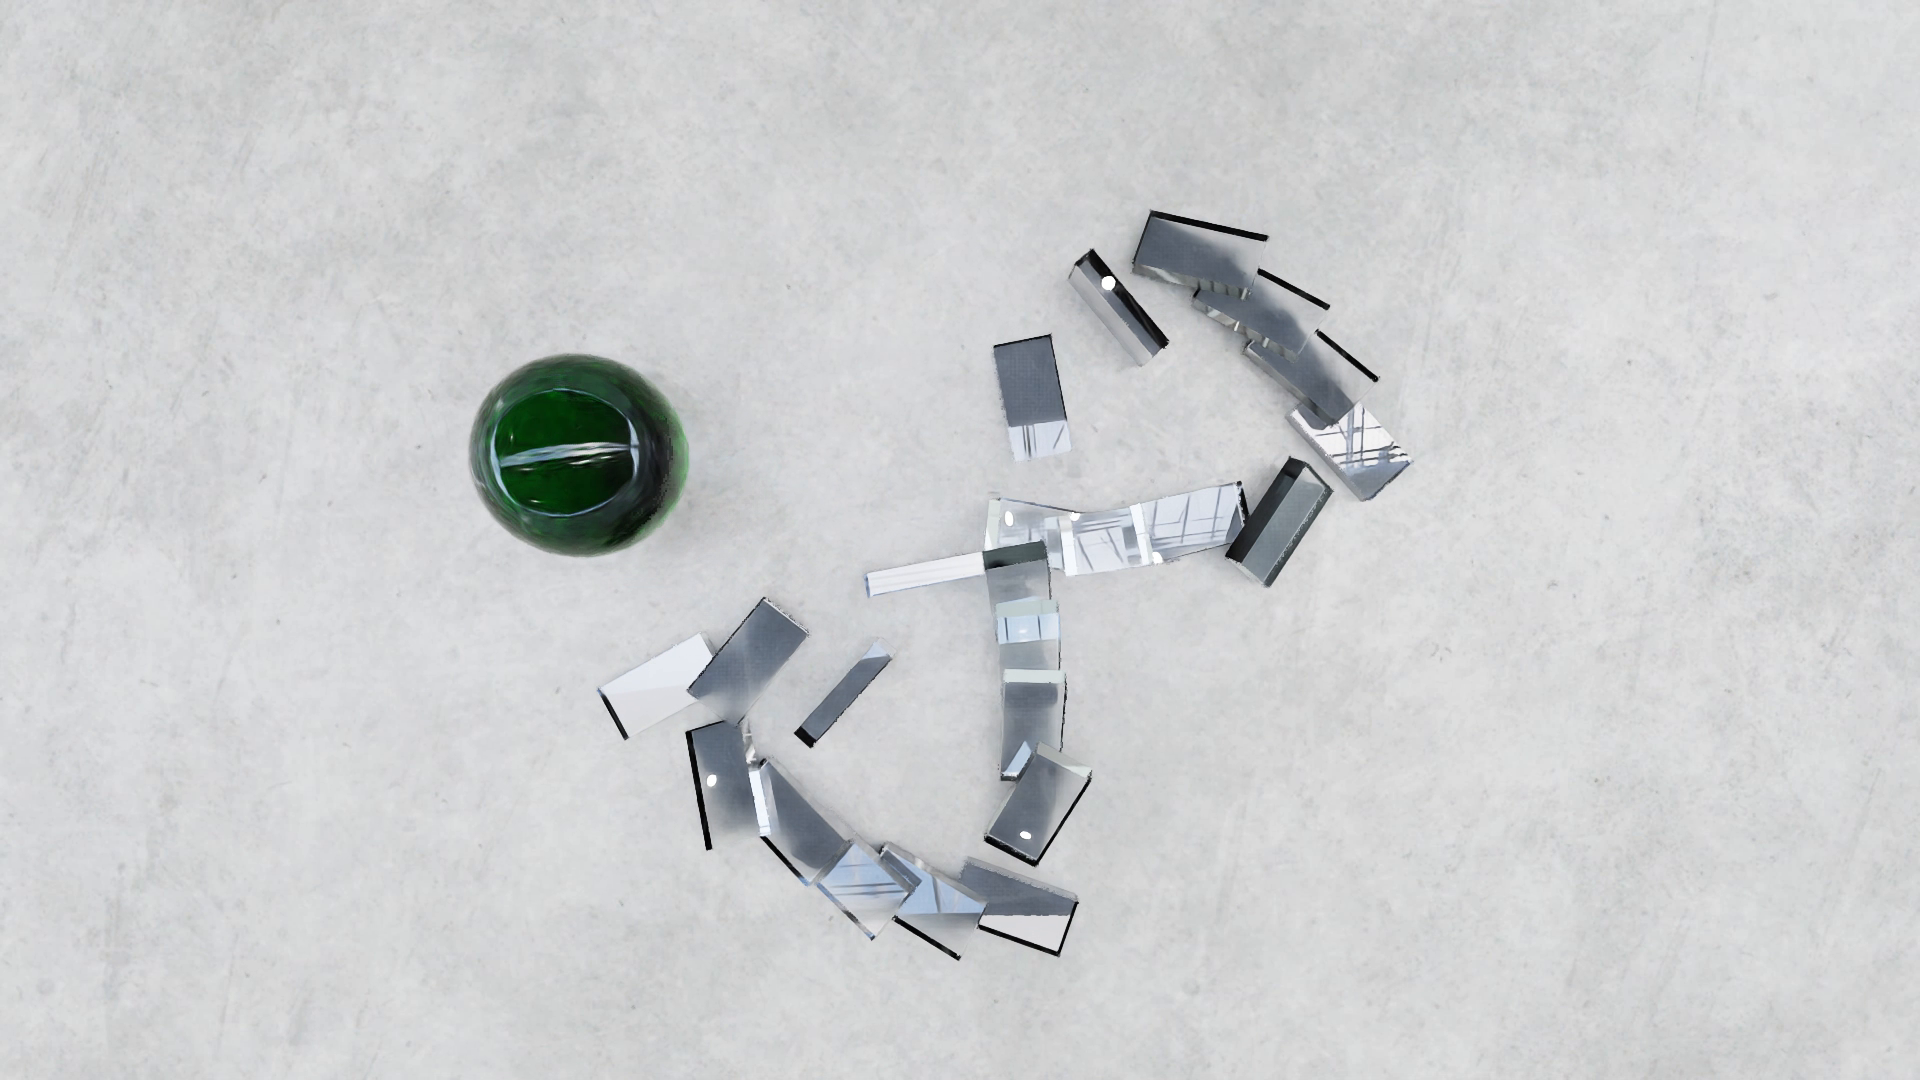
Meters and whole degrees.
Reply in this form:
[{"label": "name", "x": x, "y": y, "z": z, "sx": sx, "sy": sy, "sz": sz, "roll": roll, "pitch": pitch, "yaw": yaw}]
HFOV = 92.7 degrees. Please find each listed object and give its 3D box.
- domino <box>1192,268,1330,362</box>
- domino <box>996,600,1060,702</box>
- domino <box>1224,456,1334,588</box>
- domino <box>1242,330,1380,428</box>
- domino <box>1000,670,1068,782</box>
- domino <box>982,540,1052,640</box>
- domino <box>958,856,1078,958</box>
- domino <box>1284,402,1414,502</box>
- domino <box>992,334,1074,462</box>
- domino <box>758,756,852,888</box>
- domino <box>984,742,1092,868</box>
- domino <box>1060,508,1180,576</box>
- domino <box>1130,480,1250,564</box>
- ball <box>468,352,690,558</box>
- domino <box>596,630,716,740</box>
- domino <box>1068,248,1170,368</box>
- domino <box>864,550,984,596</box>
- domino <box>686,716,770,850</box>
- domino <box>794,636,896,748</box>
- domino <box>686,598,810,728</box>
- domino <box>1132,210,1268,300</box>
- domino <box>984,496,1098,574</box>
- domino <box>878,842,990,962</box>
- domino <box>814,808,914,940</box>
[{"label": "domino", "x": 0.127, "y": -0.099, "z": 0.388, "sx": 0.050, "sy": 0.010, "sz": 0.025, "roll": 35, "pitch": 87, "yaw": 16}, {"label": "domino", "x": 0.029, "y": 0.049, "z": 0.383, "sx": 0.025, "sy": 0.009, "sz": 0.050, "roll": -4, "pitch": 122, "yaw": 0}, {"label": "domino", "x": 0.136, "y": -0.007, "z": 0.389, "sx": 0.025, "sy": 0.010, "sz": 0.050, "roll": 33, "pitch": 90, "yaw": -37}, {"label": "domino", "x": 0.148, "y": -0.074, "z": 0.389, "sx": 0.025, "sy": 0.009, "sz": 0.050, "roll": -44, "pitch": 74, "yaw": 0}, {"label": "domino", "x": 0.030, "y": 0.079, "z": 0.386, "sx": 0.025, "sy": 0.009, "sz": 0.050, "roll": 2, "pitch": 114, "yaw": 0}, {"label": "domino", "x": 0.024, "y": 0.022, "z": 0.378, "sx": 0.025, "sy": 0.050, "sz": 0.009, "roll": -10, "pitch": 50, "yaw": 0}, {"label": "domino", "x": 0.023, "y": 0.158, "z": 0.395, "sx": 0.050, "sy": 0.010, "sz": 0.025, "roll": 19, "pitch": 90, "yaw": 0}, {"label": "domino", "x": 0.167, "y": -0.044, "z": 0.395, "sx": 0.025, "sy": 0.010, "sz": 0.050, "roll": -42, "pitch": 90, "yaw": 0}, {"label": "domino", "x": 0.031, "y": -0.061, "z": 0.395, "sx": 0.025, "sy": 0.009, "sz": 0.050, "roll": -11, "pitch": 90, "yaw": 0}, {"label": "domino", "x": -0.072, "y": 0.119, "z": 0.388, "sx": 0.050, "sy": 0.009, "sz": 0.025, "roll": 40, "pitch": 90, "yaw": 17}, {"label": "domino", "x": 0.033, "y": 0.112, "z": 0.387, "sx": 0.025, "sy": 0.010, "sz": 0.050, "roll": 27, "pitch": 110, "yaw": 0}, {"label": "domino", "x": 0.068, "y": 0.000, "z": 0.386, "sx": 0.050, "sy": 0.009, "sz": 0.025, "roll": -7, "pitch": 90, "yaw": -22}, {"label": "domino", "x": 0.098, "y": -0.008, "z": 0.387, "sx": 0.050, "sy": 0.009, "sz": 0.025, "roll": -13, "pitch": 90, "yaw": -19}, {"label": "ball", "x": -0.148, "y": -0.033, "z": 0.360, "sx": 0.080, "sy": 0.080, "sz": 0.080, "roll": 0, "pitch": 90, "yaw": 0}, {"label": "domino", "x": -0.127, "y": 0.063, "z": 0.395, "sx": 0.050, "sy": 0.009, "sz": 0.025, "roll": -29, "pitch": 90, "yaw": 0}, {"label": "domino", "x": 0.067, "y": -0.097, "z": 0.388, "sx": 0.010, "sy": 0.025, "sz": 0.050, "roll": -40, "pitch": 90, "yaw": 0}, {"label": "domino", "x": -0.014, "y": 0.014, "z": 0.388, "sx": 0.050, "sy": 0.025, "sz": 0.009, "roll": -11, "pitch": 90, "yaw": 0}, {"label": "domino", "x": -0.098, "y": 0.102, "z": 0.387, "sx": 0.025, "sy": 0.009, "sz": 0.050, "roll": -17, "pitch": 75, "yaw": 8}, {"label": "domino", "x": -0.048, "y": 0.064, "z": 0.388, "sx": 0.009, "sy": 0.025, "sz": 0.050, "roll": 42, "pitch": 90, "yaw": 0}, {"label": "domino", "x": -0.089, "y": 0.052, "z": 0.388, "sx": 0.025, "sy": 0.010, "sz": 0.050, "roll": 37, "pitch": 73, "yaw": 0}, {"label": "domino", "x": 0.101, "y": -0.121, "z": 0.388, "sx": 0.050, "sy": 0.009, "sz": 0.025, "roll": 18, "pitch": 83, "yaw": 15}, {"label": "domino", "x": 0.035, "y": -0.001, "z": 0.383, "sx": 0.050, "sy": 0.009, "sz": 0.025, "roll": 9, "pitch": 83, "yaw": -27}, {"label": "domino", "x": -0.016, "y": 0.153, "z": 0.389, "sx": 0.050, "sy": 0.009, "sz": 0.025, "roll": 26, "pitch": 90, "yaw": 15}, {"label": "domino", "x": -0.046, "y": 0.141, "z": 0.388, "sx": 0.050, "sy": 0.010, "sz": 0.025, "roll": 37, "pitch": 91, "yaw": 17}]
